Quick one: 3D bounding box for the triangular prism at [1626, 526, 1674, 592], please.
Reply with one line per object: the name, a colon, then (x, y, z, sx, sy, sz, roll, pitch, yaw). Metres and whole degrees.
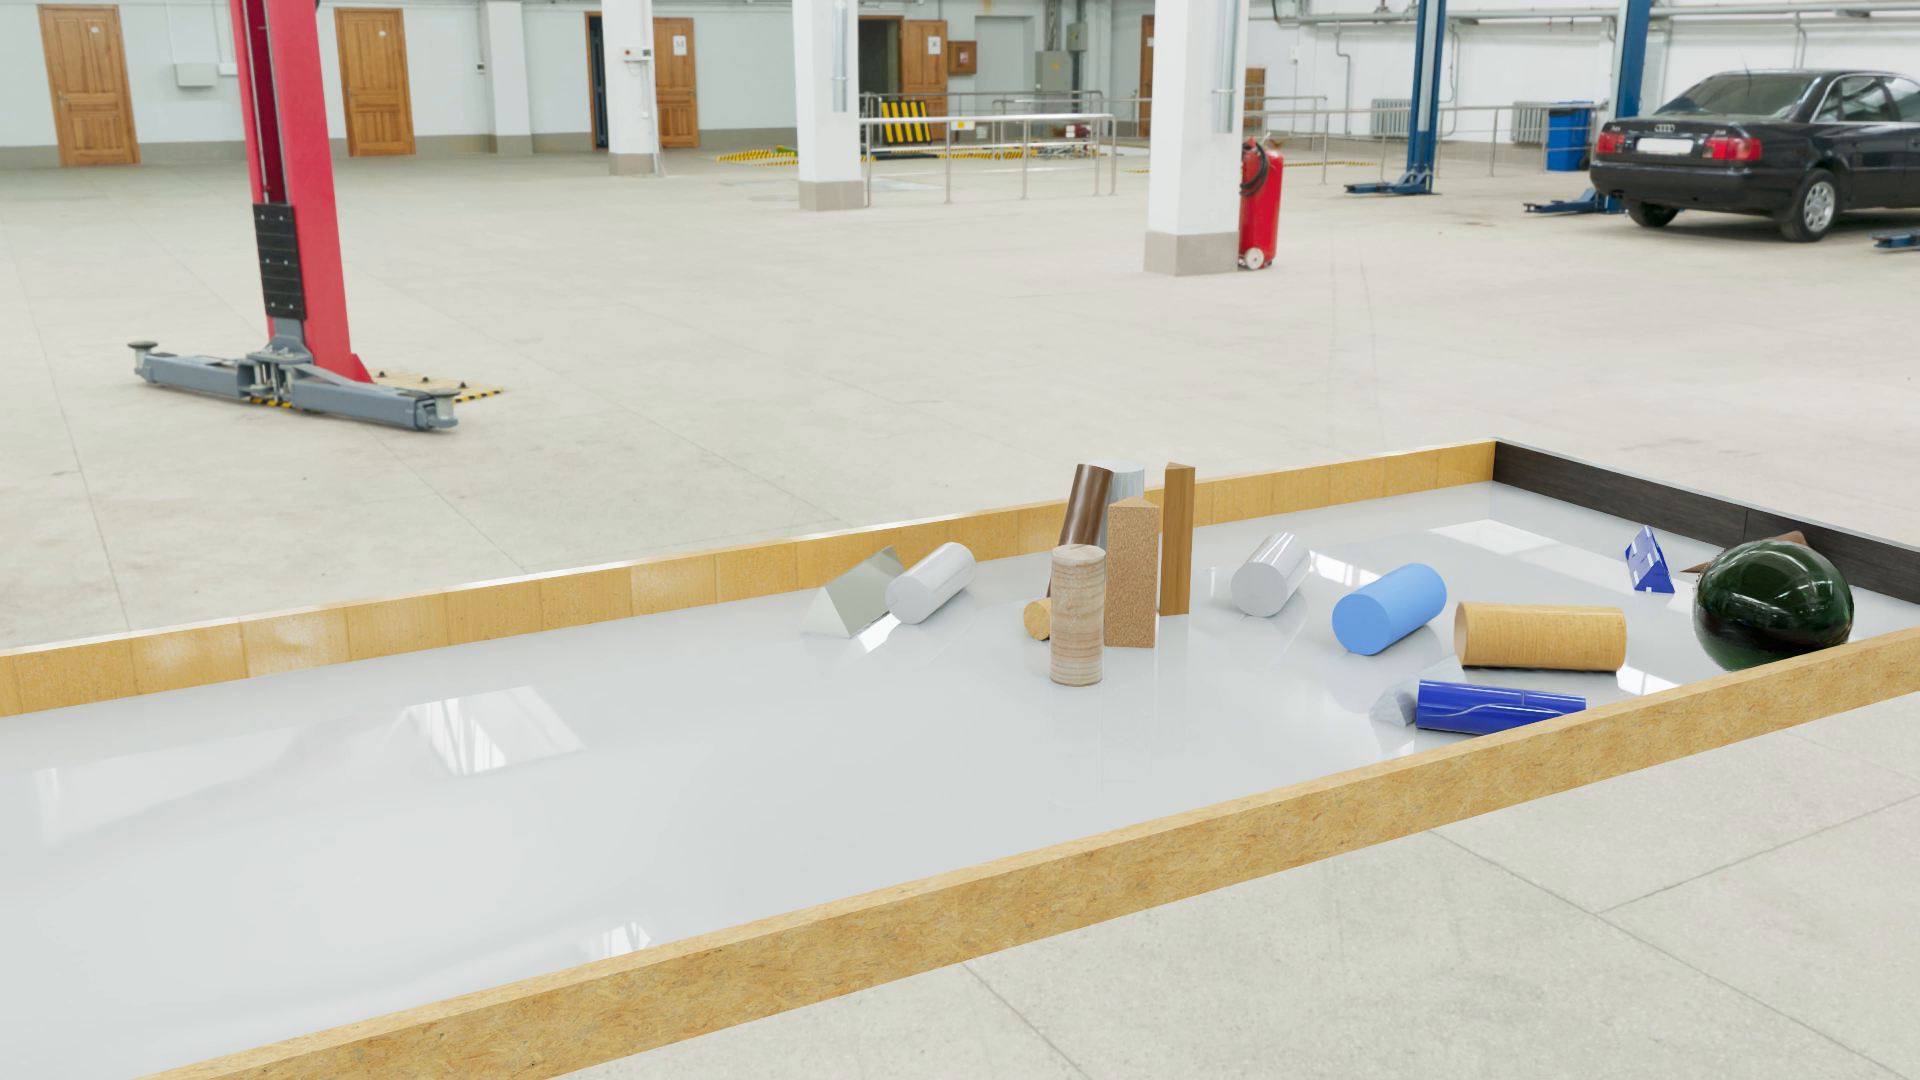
triangular prism: (2.096, 0.051, 5.004, 0.110, 0.095, 0.398, 5, 17, 17)

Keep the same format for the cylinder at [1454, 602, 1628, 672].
cylinder: (1.481, 0.248, 4.224, 0.392, 0.163, 0.163, 2, 16, 6)

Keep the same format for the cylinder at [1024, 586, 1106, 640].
cylinder: (0.362, 0.178, 4.563, 0.416, 0.105, 0.105, -14, 22, -40)

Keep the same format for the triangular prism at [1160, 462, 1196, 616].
triangular prism: (0.593, -0.004, 4.614, 0.089, 0.424, 0.077, -4, 17, -15)

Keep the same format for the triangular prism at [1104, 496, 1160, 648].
triangular prism: (0.458, 0.083, 4.387, 0.131, 0.386, 0.114, 2, 16, 7)

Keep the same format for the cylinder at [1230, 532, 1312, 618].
cylinder: (0.897, 0.097, 4.740, 0.161, 0.161, 0.320, 7, 18, 22)

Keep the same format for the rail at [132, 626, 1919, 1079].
rail: (-2.336, 1.006, 1.665, 12.000, 0.150, 0.050, -9, 18, -27)

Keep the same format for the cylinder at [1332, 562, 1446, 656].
cylinder: (1.158, 0.182, 4.439, 0.167, 0.167, 0.351, 13, 21, 37)

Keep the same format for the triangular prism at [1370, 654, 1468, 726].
triangular prism: (1.118, 0.353, 3.992, 0.306, 0.086, 0.099, -16, 23, -43)

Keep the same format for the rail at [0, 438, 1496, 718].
rail: (-3.305, 0.497, 3.399, 12.000, 0.150, 0.050, -9, 18, -27)

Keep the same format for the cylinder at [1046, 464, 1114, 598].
cylinder: (0.337, -0.009, 4.659, 0.107, 0.400, 0.107, 14, -4, 1)

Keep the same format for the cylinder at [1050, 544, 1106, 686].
cylinder: (0.293, 0.188, 4.126, 0.135, 0.331, 0.135, 0, 16, 0)

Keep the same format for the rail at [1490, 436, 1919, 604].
rail: (2.466, -0.048, 5.253, 0.050, 0.150, 2.100, -9, 18, -27)

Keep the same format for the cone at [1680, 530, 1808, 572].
cone: (2.365, 0.067, 5.008, 0.364, 0.135, 0.135, -10, 16, 4)

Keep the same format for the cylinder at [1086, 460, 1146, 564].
cylinder: (0.448, -0.040, 4.839, 0.174, 0.363, 0.174, 1, 15, 0)

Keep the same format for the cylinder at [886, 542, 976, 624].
cylinder: (-0.080, 0.119, 4.703, 0.138, 0.138, 0.352, 6, 17, 20)

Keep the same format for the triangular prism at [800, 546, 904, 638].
triangular prism: (-0.286, 0.135, 4.644, 0.156, 0.135, 0.425, 7, 18, 22)

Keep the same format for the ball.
ball: (2.016, 0.180, 4.098, 0.364, 0.364, 0.364, 0, 16, 0)

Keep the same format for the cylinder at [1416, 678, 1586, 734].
cylinder: (1.245, 0.396, 3.807, 0.364, 0.113, 0.113, 5, 17, 16)
